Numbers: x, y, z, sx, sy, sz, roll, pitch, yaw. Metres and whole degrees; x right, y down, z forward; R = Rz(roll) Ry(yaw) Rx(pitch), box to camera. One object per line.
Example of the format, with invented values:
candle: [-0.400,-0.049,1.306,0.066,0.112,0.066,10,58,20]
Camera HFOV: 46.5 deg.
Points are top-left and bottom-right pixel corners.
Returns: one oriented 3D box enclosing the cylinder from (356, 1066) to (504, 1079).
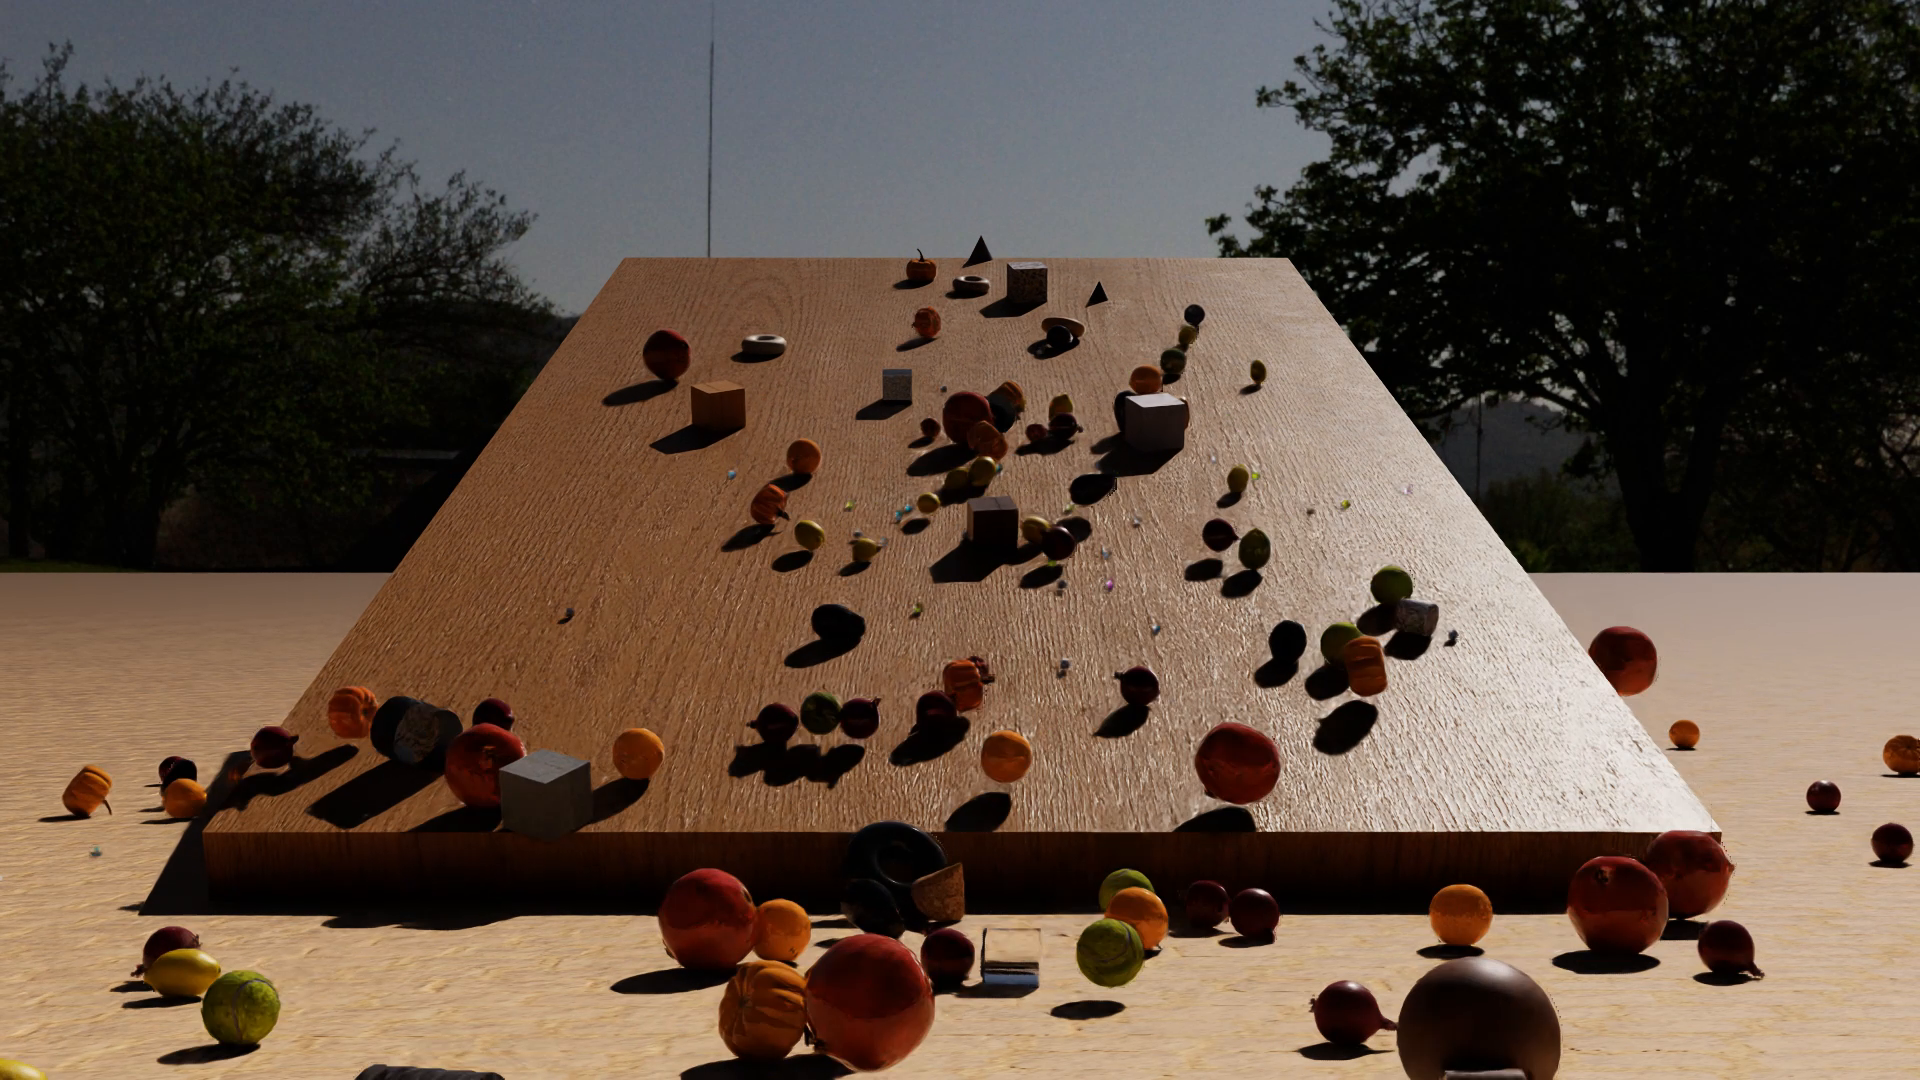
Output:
cylinder: [-0.373,0.417,1.568,0.090,0.090,0.090,0,-1,15]

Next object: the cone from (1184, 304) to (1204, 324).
cone: [0.618,-0.587,5.893,0.055,0.055,0.055,0,-9,7]

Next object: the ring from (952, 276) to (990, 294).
ring: [0.032,-0.715,6.269,0.107,0.036,0.107,3,20,-1]

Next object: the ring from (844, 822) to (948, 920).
ring: [-0.080,0.421,2.852,0.143,0.143,0.048,0,-43,-26]

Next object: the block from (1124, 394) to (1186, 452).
block: [0.412,-0.249,4.738,0.096,0.096,0.096,-6,19,-17]

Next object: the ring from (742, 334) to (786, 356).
ring: [-0.486,-0.484,5.553,0.113,0.038,0.113,0,17,0]

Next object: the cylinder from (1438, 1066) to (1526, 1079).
cylinder: [0.400,0.434,1.713,0.060,0.060,0.060,0,-1,3]

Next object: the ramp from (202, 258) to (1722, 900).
ramp: [-0.003,-0.186,4.860,2.000,0.100,4.000,0,18,0]

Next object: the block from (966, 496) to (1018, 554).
block: [0.058,-0.028,4.079,0.081,0.081,0.081,-2,18,-8]

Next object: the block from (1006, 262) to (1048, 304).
block: [0.184,-0.710,6.158,0.094,0.094,0.094,-3,18,-10]

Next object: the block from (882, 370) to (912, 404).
block: [-0.143,-0.348,5.089,0.066,0.066,0.066,0,18,-2]

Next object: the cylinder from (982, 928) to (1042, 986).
cylinder: [0.055,0.442,2.369,0.059,0.059,0.059,0,-1,6]

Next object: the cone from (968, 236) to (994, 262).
cone: [0.063,-0.879,6.713,0.074,0.074,0.074,0,18,0]

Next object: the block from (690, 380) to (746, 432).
block: [-0.527,-0.292,4.881,0.087,0.087,0.087,-12,21,-32]

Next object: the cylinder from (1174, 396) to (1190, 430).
cylinder: [0.446,-0.271,4.838,0.077,0.077,0.077,-6,1,-17]

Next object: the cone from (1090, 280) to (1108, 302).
cone: [0.383,-0.689,6.159,0.054,0.054,0.054,0,18,0]

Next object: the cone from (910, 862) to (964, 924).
cone: [-0.012,0.424,2.786,0.074,0.074,0.074,20,35,-15]

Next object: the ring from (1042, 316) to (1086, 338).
ring: [0.263,-0.540,5.684,0.114,0.038,0.114,9,-4,1]

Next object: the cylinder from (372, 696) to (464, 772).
cylinder: [-0.761,0.272,3.137,0.090,0.090,0.090,13,7,35]

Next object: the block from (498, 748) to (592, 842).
block: [-0.547,0.336,2.952,0.083,0.083,0.083,12,21,32]
